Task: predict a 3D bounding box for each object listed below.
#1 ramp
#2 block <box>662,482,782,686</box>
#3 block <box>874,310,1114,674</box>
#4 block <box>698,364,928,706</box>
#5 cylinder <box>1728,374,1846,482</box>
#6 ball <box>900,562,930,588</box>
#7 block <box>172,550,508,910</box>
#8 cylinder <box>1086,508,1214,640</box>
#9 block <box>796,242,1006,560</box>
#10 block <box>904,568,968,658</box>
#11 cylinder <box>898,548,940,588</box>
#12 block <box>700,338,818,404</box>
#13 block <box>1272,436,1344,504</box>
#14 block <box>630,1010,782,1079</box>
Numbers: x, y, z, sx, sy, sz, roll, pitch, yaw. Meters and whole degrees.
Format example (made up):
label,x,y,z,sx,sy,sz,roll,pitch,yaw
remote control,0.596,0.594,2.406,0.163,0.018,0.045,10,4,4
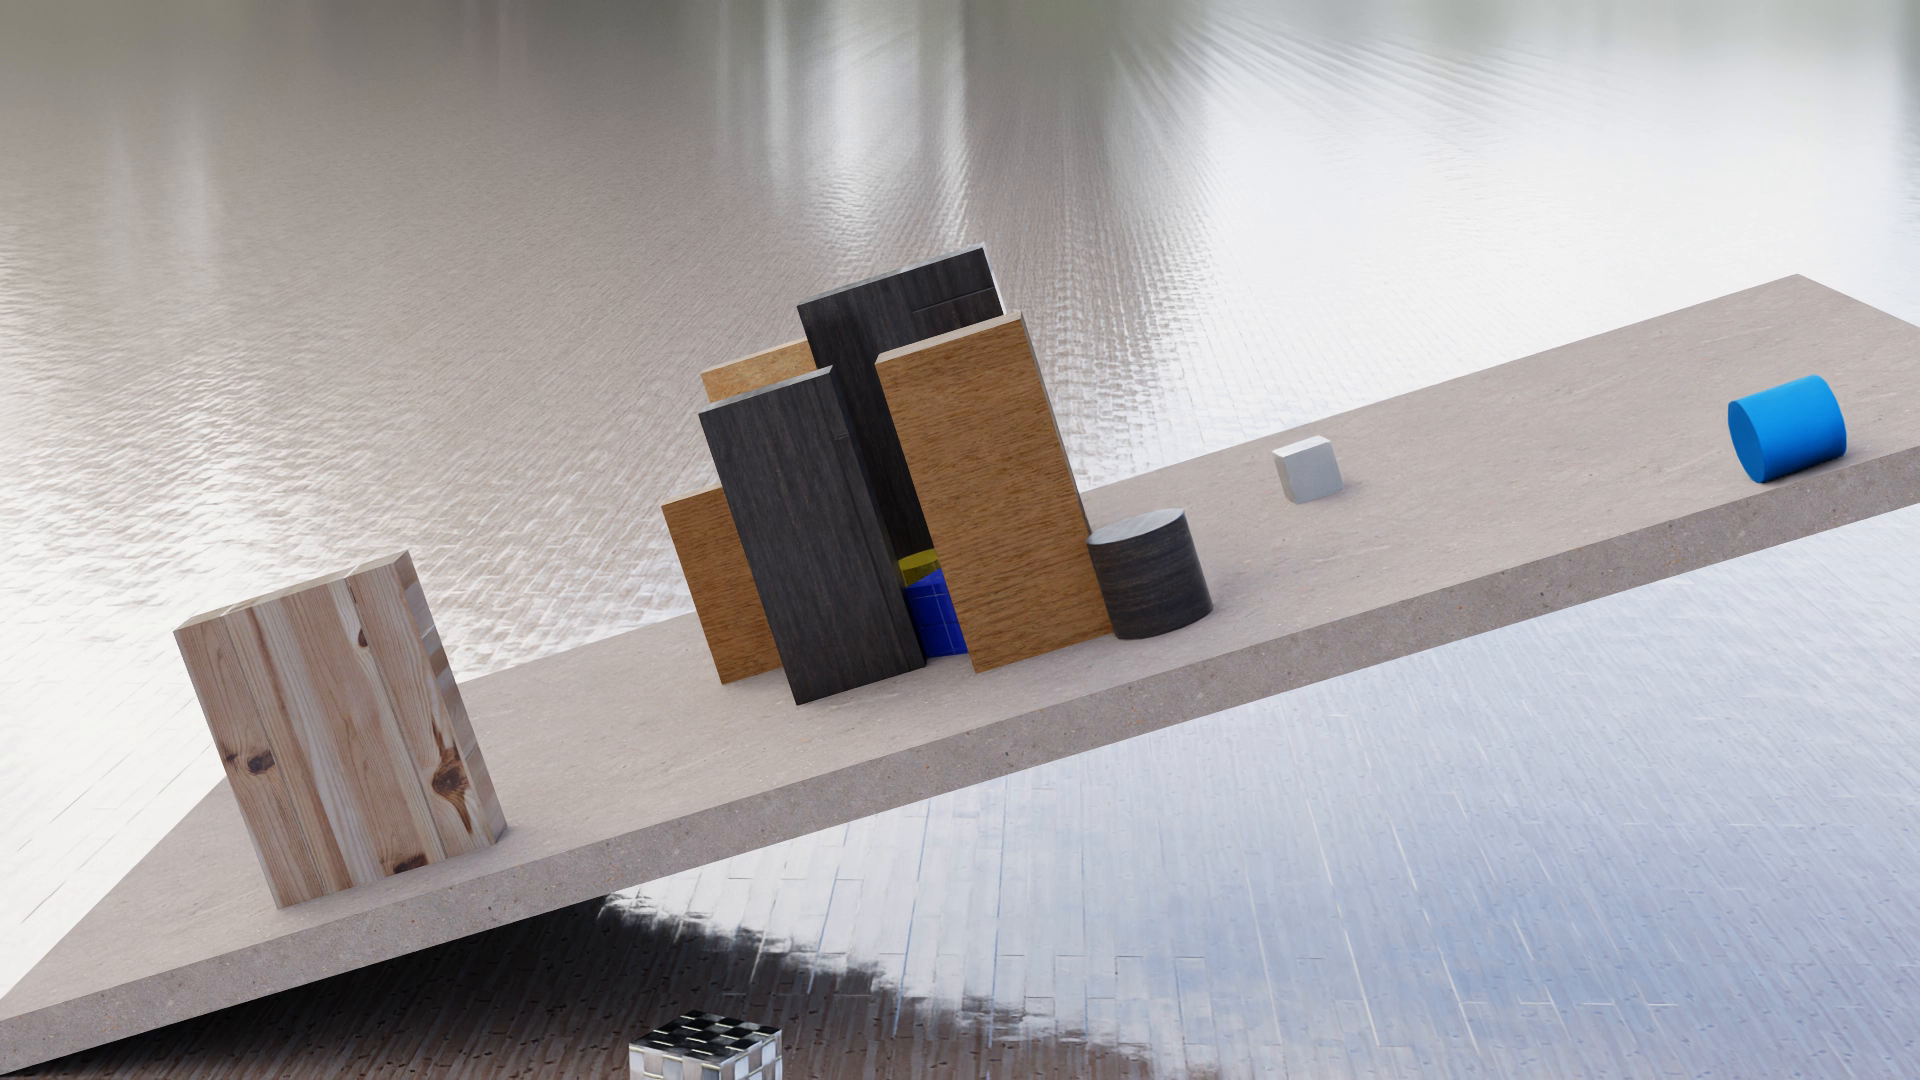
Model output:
label,x,y,z,sx,sy,sz,roll,pitch,yaw
ramp,0.099,0.183,6.312,4.000,0.100,2.000,-17,10,5
block,-0.399,0.059,6.371,0.375,0.415,0.080,-17,10,5
block,0.075,-0.094,5.740,0.292,0.638,0.147,-17,10,5
block,-0.294,-0.009,5.949,0.275,0.627,0.114,-17,10,5
cylinder,1.479,-0.200,5.265,0.155,0.155,0.155,-18,13,-2
ball,-0.114,0.116,6.373,0.134,0.134,0.134,0,11,0
block,-1.186,0.365,5.652,0.448,0.576,0.123,-17,10,5
cylinder,0.364,0.065,5.649,0.197,0.197,0.197,-17,10,3
block,-0.039,-0.237,6.432,0.420,0.727,0.127,-17,10,5
block,0.012,0.136,6.001,0.152,0.152,0.152,-9,14,40
cylinder,-0.061,0.113,6.238,0.156,0.156,0.156,-17,10,3
block,-0.339,-0.200,7.165,0.415,0.578,0.089,-17,10,5
block,0.754,-0.152,6.372,0.109,0.109,0.109,-19,10,-4
block,-0.450,0.973,5.225,0.193,0.193,0.193,7,13,30
